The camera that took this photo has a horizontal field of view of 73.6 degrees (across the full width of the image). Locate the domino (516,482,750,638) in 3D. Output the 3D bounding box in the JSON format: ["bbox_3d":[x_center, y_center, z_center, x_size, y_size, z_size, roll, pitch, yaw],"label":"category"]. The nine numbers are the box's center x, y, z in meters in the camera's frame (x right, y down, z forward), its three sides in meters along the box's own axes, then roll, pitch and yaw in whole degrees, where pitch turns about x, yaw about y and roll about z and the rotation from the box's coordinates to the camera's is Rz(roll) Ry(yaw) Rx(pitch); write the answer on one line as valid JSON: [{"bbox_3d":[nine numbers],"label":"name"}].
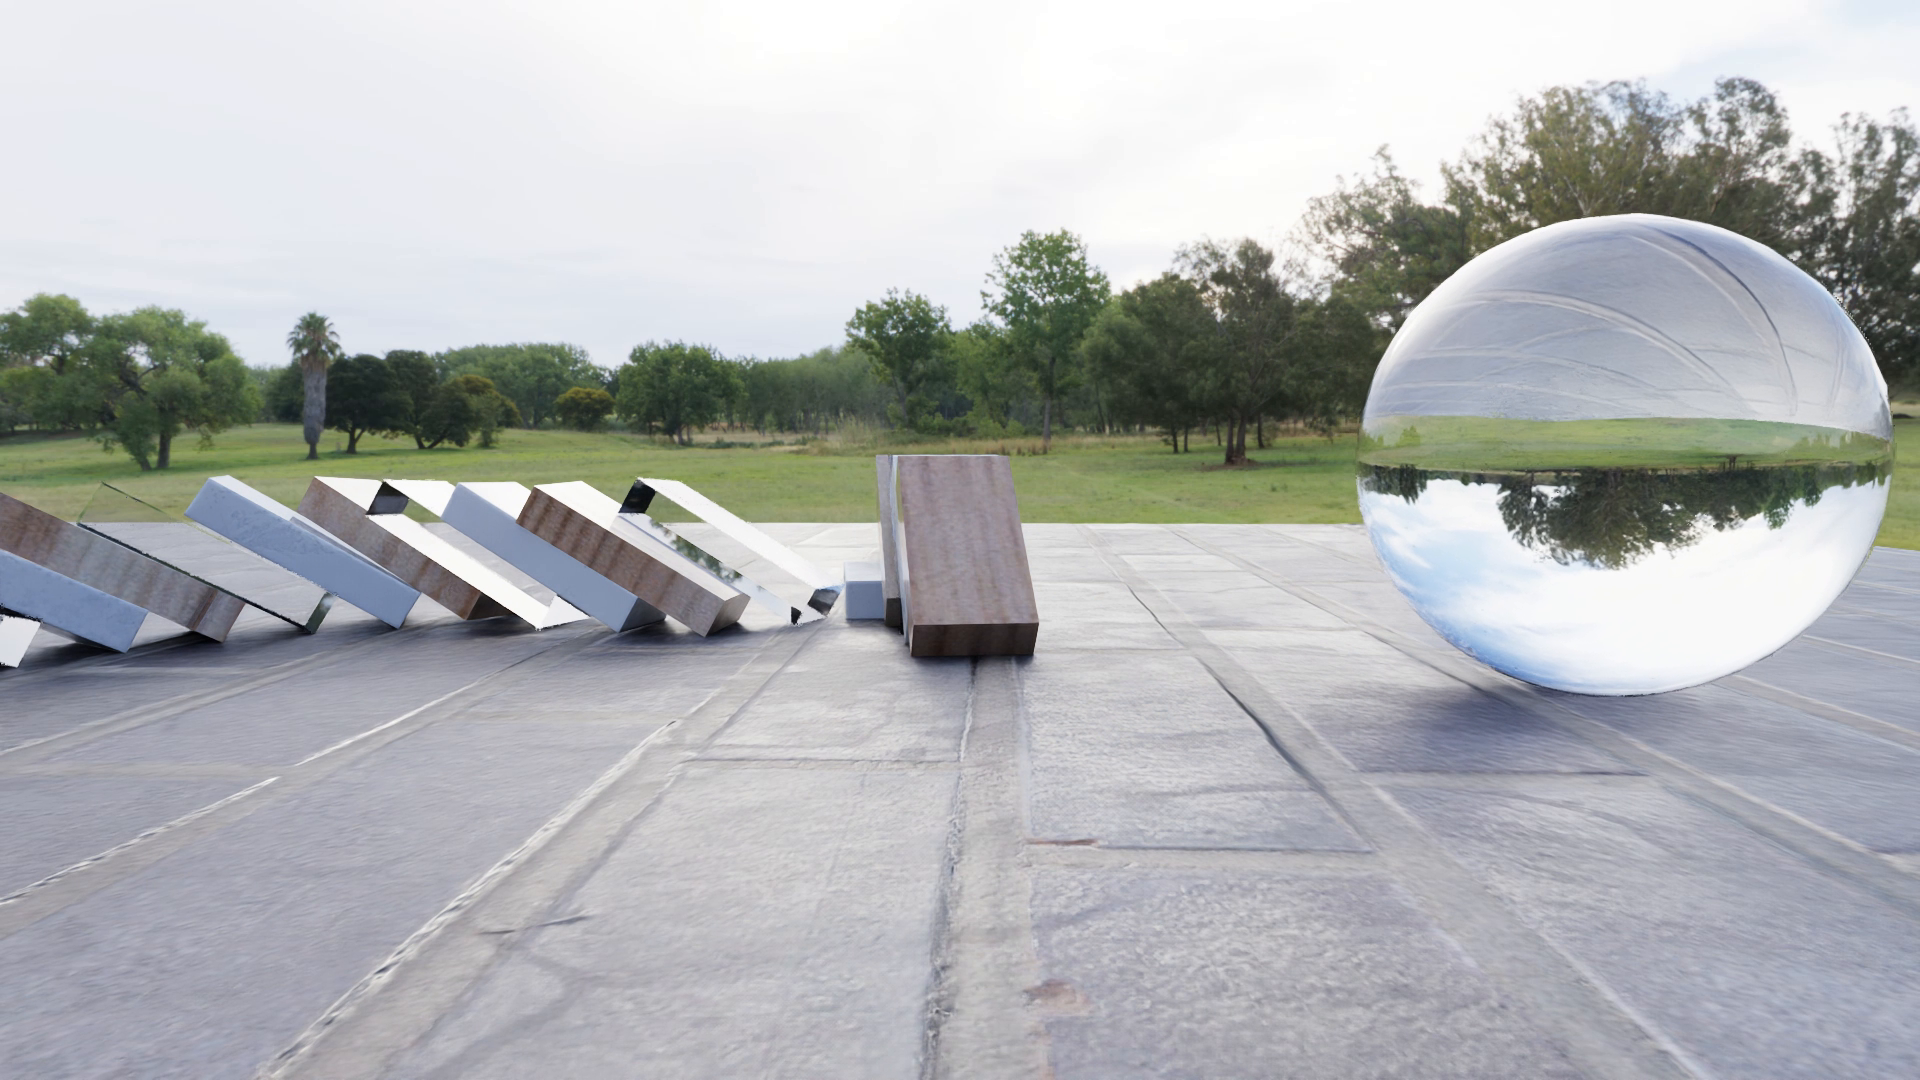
[{"bbox_3d":[-0.074,0.004,0.296,0.050,0.009,0.025,30,8,4],"label":"domino"}]

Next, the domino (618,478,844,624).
[{"bbox_3d":[-0.054,0.002,0.307,0.050,0.010,0.025,31,6,9],"label":"domino"}]

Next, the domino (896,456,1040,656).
[{"bbox_3d":[0.001,0.002,0.273,0.025,0.009,0.050,-1,45,-7],"label":"domino"}]

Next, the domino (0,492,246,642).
[{"bbox_3d":[-0.181,0.005,0.270,0.025,0.010,0.050,4,-25,46],"label":"domino"}]

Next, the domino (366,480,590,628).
[{"bbox_3d":[-0.112,0.003,0.305,0.050,0.010,0.025,31,7,8],"label":"domino"}]

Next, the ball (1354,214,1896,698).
[{"bbox_3d":[0.108,-0.014,0.216,0.080,0.080,0.080,0,4,0],"label":"ball"}]

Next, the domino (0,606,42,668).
[{"bbox_3d":[-0.201,0.009,0.233,0.025,0.009,0.050,3,-24,31],"label":"domino"}]

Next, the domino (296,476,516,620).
[{"bbox_3d":[-0.132,0.002,0.312,0.050,0.010,0.025,31,5,7],"label":"domino"}]

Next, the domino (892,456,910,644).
[{"bbox_3d":[-0.001,0.001,0.287,0.025,0.009,0.050,-1,45,-7],"label":"domino"}]

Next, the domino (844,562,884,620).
[{"bbox_3d":[-0.018,0.013,0.336,0.025,0.009,0.050,0,4,-6],"label":"domino"}]

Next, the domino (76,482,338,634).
[{"bbox_3d":[-0.167,0.004,0.285,0.050,0.009,0.025,34,-16,-31],"label":"domino"}]

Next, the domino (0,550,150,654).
[{"bbox_3d":[-0.191,0.007,0.251,0.025,0.009,0.050,3,-24,36],"label":"domino"}]

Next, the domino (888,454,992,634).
[{"bbox_3d":[-0.003,0.000,0.302,0.025,0.010,0.050,-1,45,-7],"label":"domino"}]

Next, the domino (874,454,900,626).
[{"bbox_3d":[-0.007,-0.001,0.316,0.025,0.009,0.050,-1,45,-7],"label":"domino"}]

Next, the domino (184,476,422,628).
[{"bbox_3d":[-0.151,0.003,0.299,0.050,0.009,0.025,33,-8,-20],"label":"domino"}]

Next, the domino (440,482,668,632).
[{"bbox_3d":[-0.093,0.003,0.300,0.050,0.010,0.025,31,8,8],"label":"domino"}]
